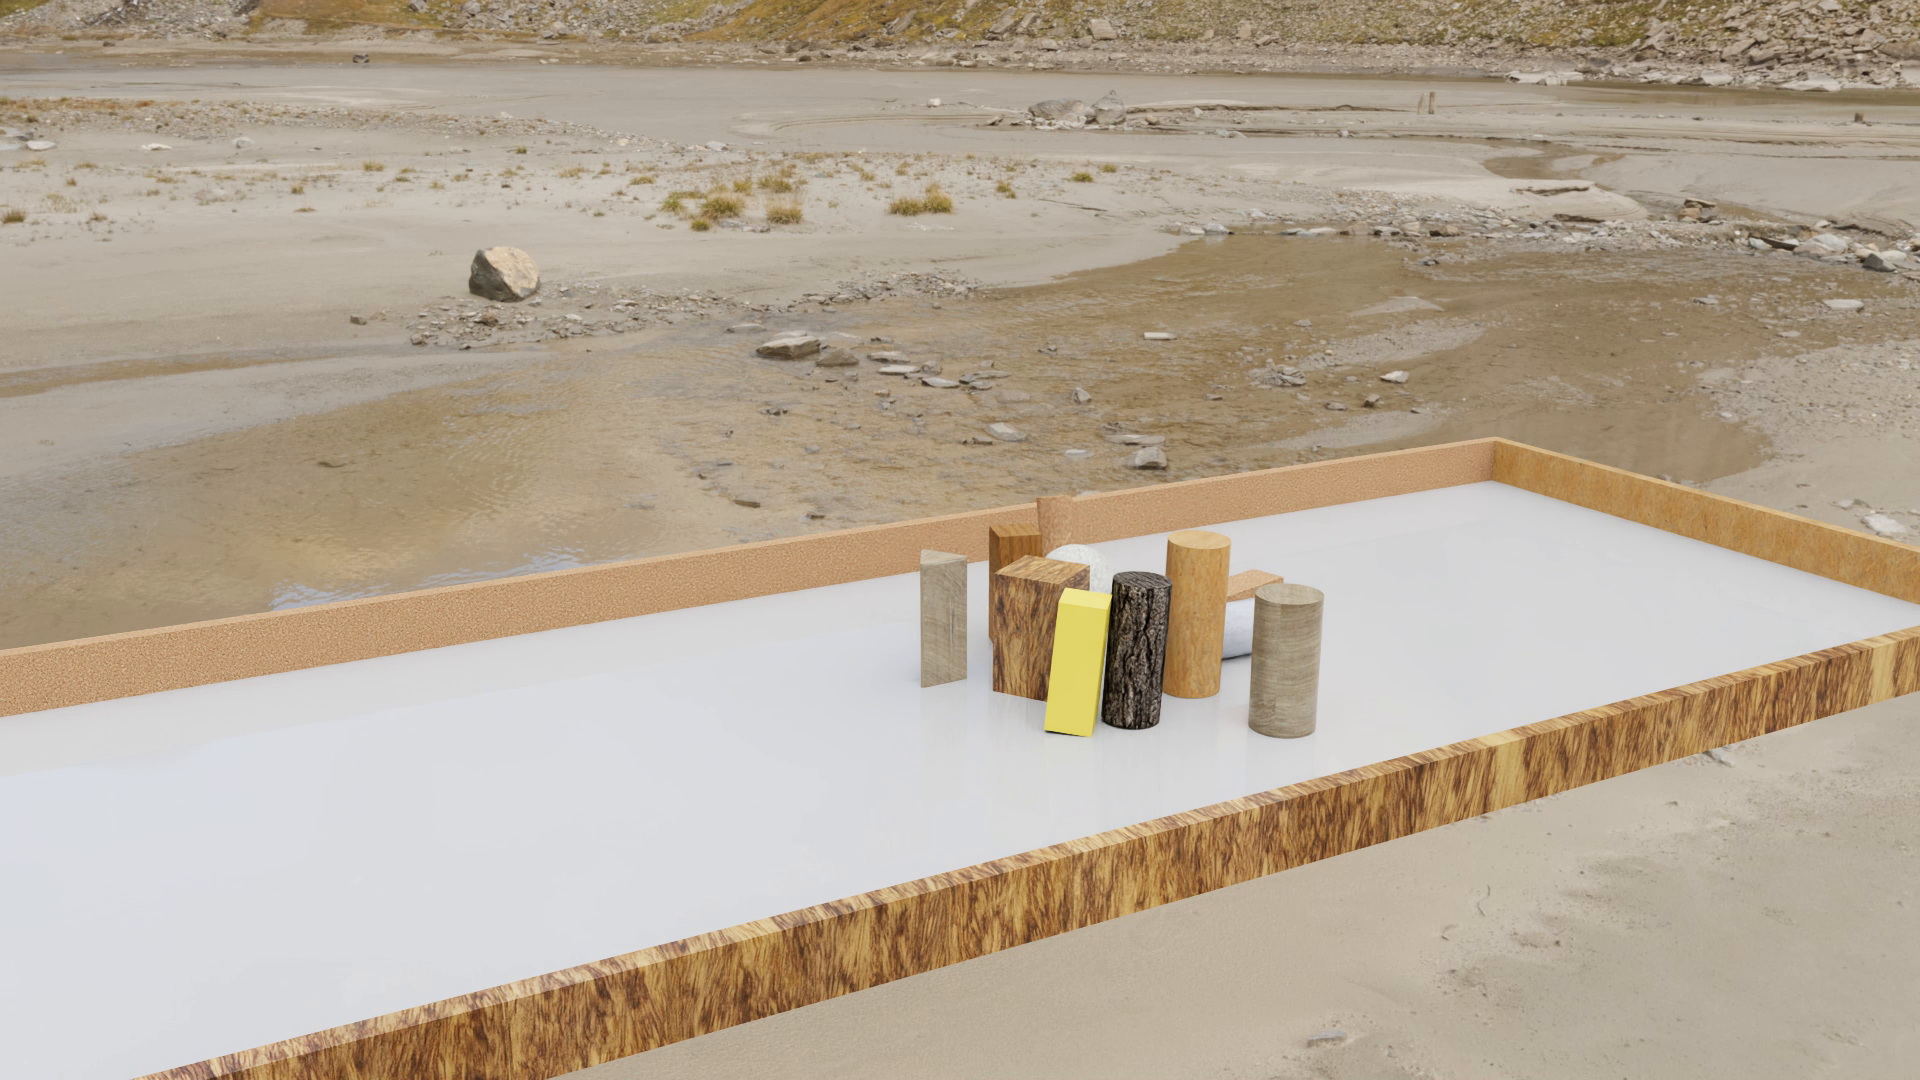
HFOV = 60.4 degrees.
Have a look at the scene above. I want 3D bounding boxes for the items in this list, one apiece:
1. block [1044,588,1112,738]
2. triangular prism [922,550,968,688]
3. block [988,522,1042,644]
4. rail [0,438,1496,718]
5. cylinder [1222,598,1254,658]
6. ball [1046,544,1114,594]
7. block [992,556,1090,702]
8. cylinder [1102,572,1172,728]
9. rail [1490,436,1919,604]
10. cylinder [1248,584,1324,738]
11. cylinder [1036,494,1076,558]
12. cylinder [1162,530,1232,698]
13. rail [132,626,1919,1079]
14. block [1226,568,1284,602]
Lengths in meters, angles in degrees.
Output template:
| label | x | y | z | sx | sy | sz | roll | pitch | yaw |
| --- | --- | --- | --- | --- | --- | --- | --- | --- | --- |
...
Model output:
| label | x | y | z | sx | sy | sz | roll | pitch | yaw |
| --- | --- | --- | --- | --- | --- | --- | --- | --- | --- |
| block | 0.274 | 0.283 | 3.819 | 0.110 | 0.314 | 0.110 | 8 | 18 | 9 |
| triangular prism | -0.066 | 0.191 | 4.136 | 0.130 | 0.322 | 0.112 | -9 | 19 | -29 |
| block | 0.145 | 0.124 | 4.376 | 0.115 | 0.314 | 0.115 | -3 | 17 | -11 |
| rail | -3.305 | 0.497 | 3.399 | 12.000 | 0.150 | 0.050 | -9 | 18 | -27 |
| cylinder | 0.660 | 0.240 | 4.286 | 0.435 | 0.143 | 0.143 | -8 | 18 | -26 |
| ball | 0.318 | 0.123 | 4.537 | 0.225 | 0.225 | 0.225 | 0 | 16 | 0 |
| block | 0.201 | 0.218 | 4.072 | 0.176 | 0.305 | 0.176 | 9 | 19 | 28 |
| cylinder | 0.413 | 0.256 | 3.865 | 0.138 | 0.341 | 0.138 | 3 | 15 | -1 |
| rail | 2.466 | -0.048 | 5.253 | 0.050 | 0.150 | 2.100 | -9 | 18 | -27 |
| cylinder | 0.755 | 0.279 | 3.826 | 0.157 | 0.326 | 0.157 | 0 | 16 | 0 |
| cylinder | 0.279 | 0.027 | 4.693 | 0.101 | 0.305 | 0.101 | -4 | 2 | 0 |
| cylinder | 0.575 | 0.181 | 4.048 | 0.153 | 0.384 | 0.153 | 1 | 18 | 0 |
| rail | -2.336 | 1.006 | 1.665 | 12.000 | 0.150 | 0.050 | -9 | 18 | -27 |
| block | 0.732 | 0.181 | 4.550 | 0.383 | 0.107 | 0.107 | -15 | 22 | -41 |
